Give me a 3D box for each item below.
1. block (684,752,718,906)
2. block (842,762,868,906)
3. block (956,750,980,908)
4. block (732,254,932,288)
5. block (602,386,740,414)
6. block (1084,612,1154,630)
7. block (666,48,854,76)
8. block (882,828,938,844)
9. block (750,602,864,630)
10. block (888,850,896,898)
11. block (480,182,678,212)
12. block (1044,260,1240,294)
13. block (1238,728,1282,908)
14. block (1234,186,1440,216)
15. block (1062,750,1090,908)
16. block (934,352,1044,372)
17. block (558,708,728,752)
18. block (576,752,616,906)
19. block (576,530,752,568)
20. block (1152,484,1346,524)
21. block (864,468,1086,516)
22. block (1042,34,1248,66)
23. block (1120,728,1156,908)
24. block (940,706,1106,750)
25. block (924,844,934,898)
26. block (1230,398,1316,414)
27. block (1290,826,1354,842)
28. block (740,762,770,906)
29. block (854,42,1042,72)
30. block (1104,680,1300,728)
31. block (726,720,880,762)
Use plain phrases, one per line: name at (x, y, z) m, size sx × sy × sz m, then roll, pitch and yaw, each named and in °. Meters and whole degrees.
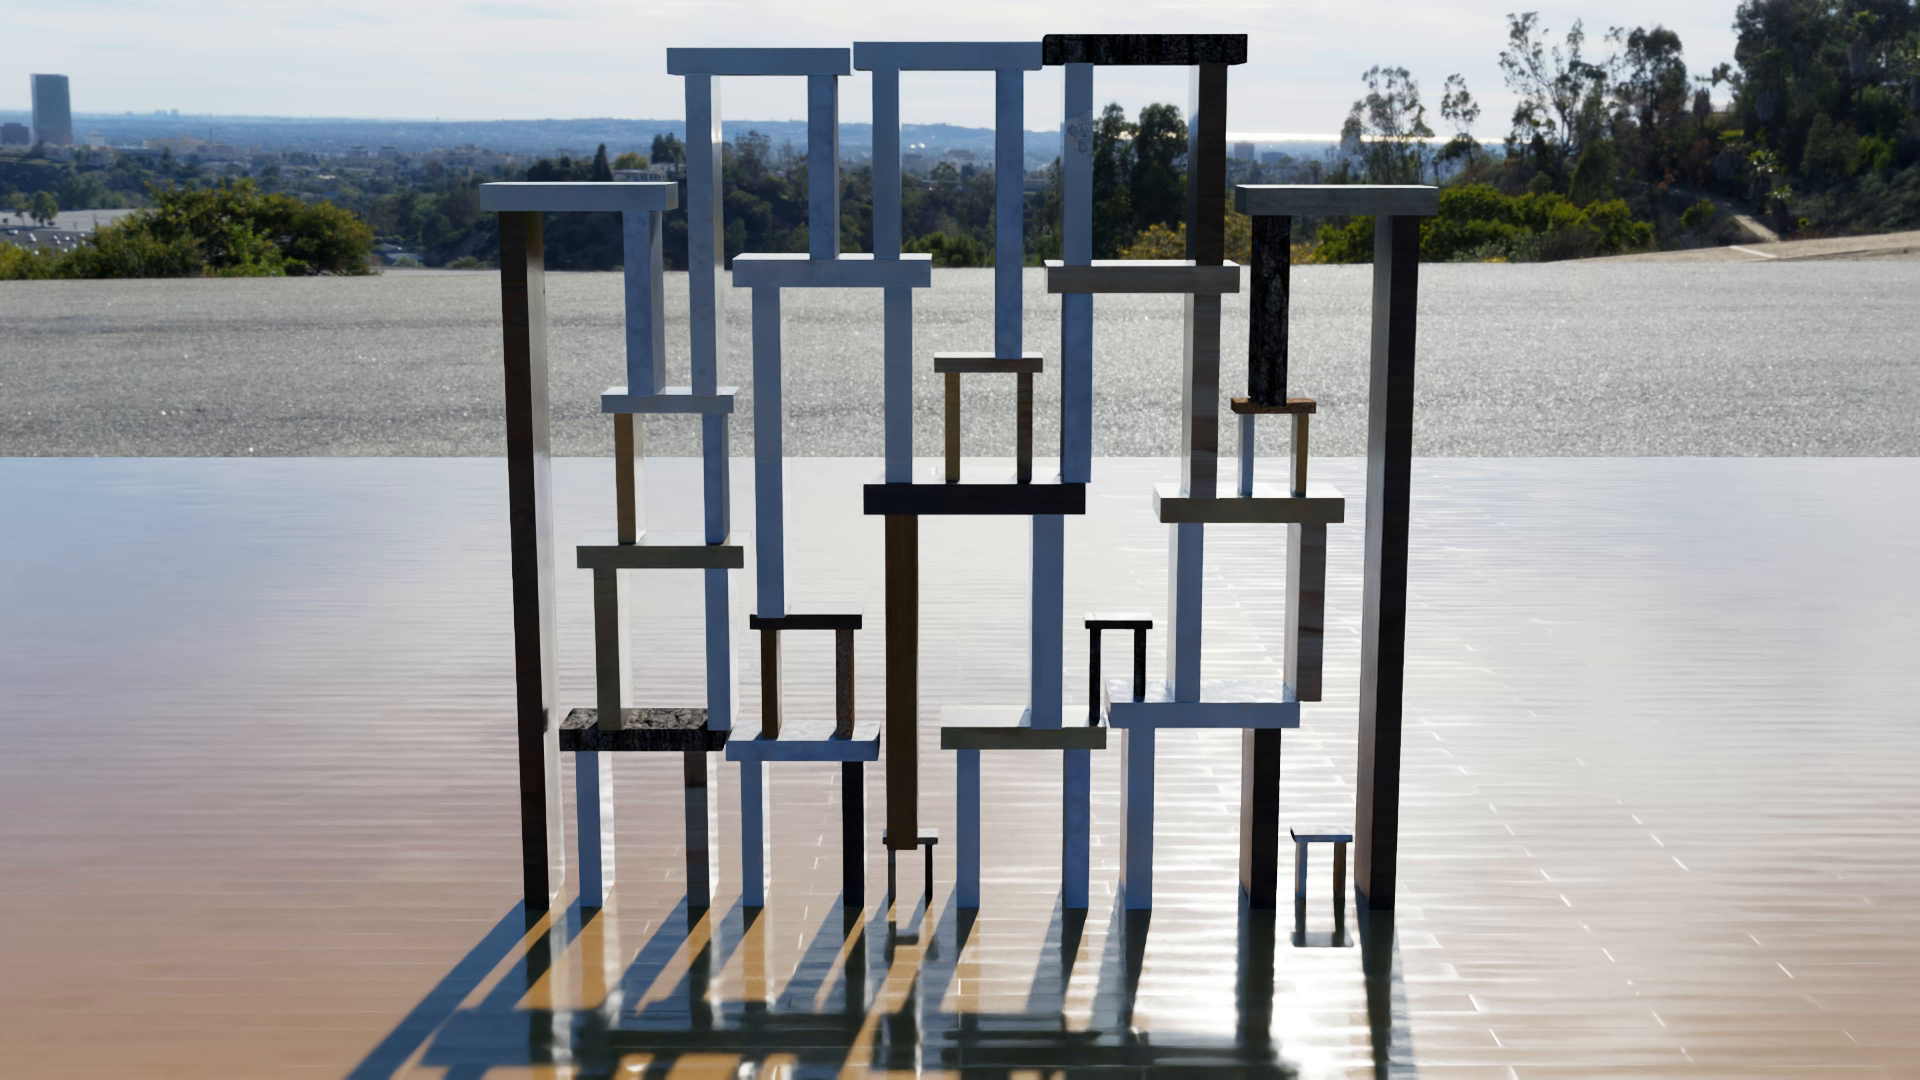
block at (-0.429, 0.460, 3.649) m, size 0.037 × 0.264 × 0.132 m, roll 0°, pitch 11°, yaw 0°
block at (-0.174, 0.469, 3.647) m, size 0.035 × 0.247 × 0.123 m, roll 0°, pitch 11°, yaw 0°
block at (0.013, 0.458, 3.644) m, size 0.038 × 0.268 × 0.134 m, roll 0°, pitch 11°, yaw 0°
block at (-0.199, -0.427, 3.479) m, size 0.307 × 0.043 × 0.153 m, roll 0°, pitch 11°, yaw 0°
block at (-0.462, -0.225, 3.521) m, size 0.209 × 0.030 × 0.104 m, roll 0°, pitch 11°, yaw 0°
block at (0.258, 0.132, 3.584) m, size 0.110 × 0.016 × 0.055 m, roll 0°, pitch 11°, yaw 0°
block at (-0.307, -0.742, 3.417) m, size 0.280 × 0.040 × 0.140 m, roll 0°, pitch 11°, yaw 0°
block at (-0.082, 0.493, 3.655) m, size 0.092 × 0.013 × 0.046 m, roll 0°, pitch 11°, yaw 0°
block at (-0.248, 0.123, 3.578) m, size 0.181 × 0.026 × 0.090 m, roll 0°, pitch 11°, yaw 0°
block at (-0.113, 0.544, 3.664) m, size 0.013 × 0.092 × 0.046 m, roll 0°, pitch 11°, yaw 0°
block at (-0.596, -0.540, 3.455) m, size 0.287 × 0.041 × 0.144 m, roll 0°, pitch 11°, yaw 0°
block at (0.285, -0.417, 3.477) m, size 0.298 × 0.042 × 0.149 m, roll 0°, pitch 11°, yaw 0°
block at (0.496, 0.440, 3.644) m, size 0.043 × 0.305 × 0.153 m, roll 0°, pitch 11°, yaw 0°
block at (0.589, -0.534, 3.457) m, size 0.296 × 0.042 × 0.148 m, roll 0°, pitch 11°, yaw 0°
block at (0.192, 0.458, 3.644) m, size 0.038 × 0.268 × 0.134 m, roll 0°, pitch 11°, yaw 0°
block at (0.045, -0.283, 3.500) m, size 0.171 × 0.024 × 0.086 m, roll 0°, pitch 11°, yaw 0°
block at (-0.517, 0.312, 3.621) m, size 0.264 × 0.037 × 0.132 m, roll 0°, pitch 11°, yaw 0°
block at (-0.604, 0.460, 3.649) m, size 0.037 × 0.264 × 0.132 m, roll 0°, pitch 11°, yaw 0°
block at (-0.476, 0.015, 3.557) m, size 0.266 × 0.038 × 0.133 m, roll 0°, pitch 11°, yaw 0°
block at (0.463, -0.060, 3.552) m, size 0.292 × 0.041 × 0.146 m, roll 0°, pitch 11°, yaw 0°
block at (0.023, -0.080, 3.546) m, size 0.350 × 0.050 × 0.175 m, roll 0°, pitch 11°, yaw 0°
block at (0.284, -0.762, 3.421) m, size 0.307 × 0.043 × 0.153 m, roll 0°, pitch 11°, yaw 0°
block at (0.293, 0.440, 3.644) m, size 0.043 × 0.305 × 0.153 m, roll 0°, pitch 11°, yaw 0°
block at (0.103, 0.308, 3.616) m, size 0.268 × 0.038 × 0.134 m, roll 0°, pitch 11°, yaw 0°
block at (-0.052, 0.544, 3.664) m, size 0.013 × 0.092 × 0.046 m, roll 0°, pitch 11°, yaw 0°
block at (0.502, -0.215, 3.525) m, size 0.128 × 0.018 × 0.064 m, roll 0°, pitch 11°, yaw -1°
block at (0.600, 0.488, 3.652) m, size 0.096 × 0.014 × 0.048 m, roll 0°, pitch 11°, yaw 0°
block at (-0.339, 0.469, 3.647) m, size 0.035 × 0.247 × 0.123 m, roll 0°, pitch 11°, yaw 0°
block at (-0.018, -0.751, 3.417) m, size 0.288 × 0.041 × 0.144 m, roll 0°, pitch 11°, yaw 0°
block at (0.394, 0.268, 3.612) m, size 0.305 × 0.043 × 0.153 m, roll 0°, pitch 11°, yaw 0°
block at (-0.256, 0.330, 3.621) m, size 0.247 × 0.035 × 0.123 m, roll 0°, pitch 11°, yaw 0°
